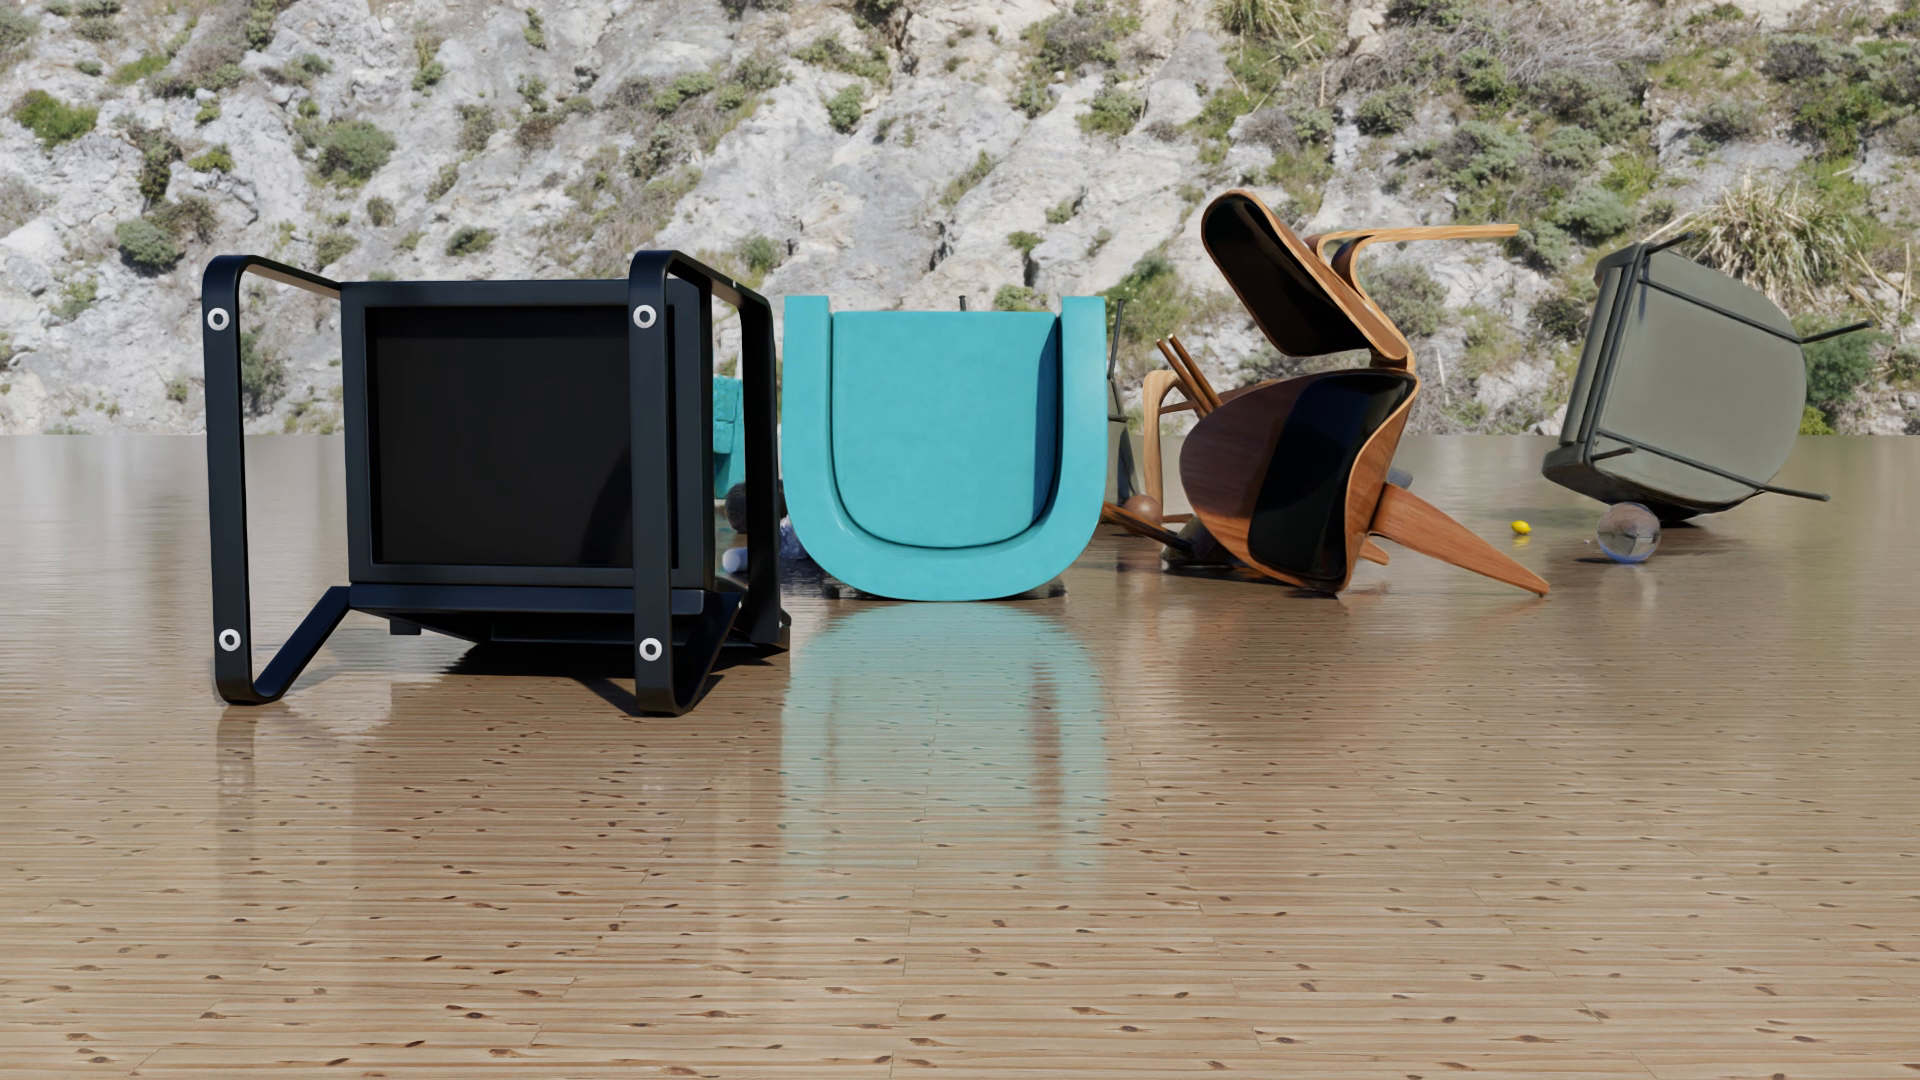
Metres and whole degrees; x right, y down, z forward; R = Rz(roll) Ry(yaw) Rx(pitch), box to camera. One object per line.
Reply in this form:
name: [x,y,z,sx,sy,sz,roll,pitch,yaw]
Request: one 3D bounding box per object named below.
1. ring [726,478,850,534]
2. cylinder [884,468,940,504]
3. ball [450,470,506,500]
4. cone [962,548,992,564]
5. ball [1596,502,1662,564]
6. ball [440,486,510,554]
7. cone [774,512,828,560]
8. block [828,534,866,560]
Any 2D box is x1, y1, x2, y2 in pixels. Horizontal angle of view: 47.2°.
ring: [-0.543,-0.107,6.915,0.387,0.165,0.402,-5,5,-39]
cylinder: [-0.183,-0.208,8.549,0.192,0.121,0.255,0,-15,6]
ball: [-1.594,-0.139,7.269,0.179,0.179,0.179,0,4,0]
cone: [0.036,0.050,5.656,0.074,0.042,0.073,-16,-13,16]
ball: [1.721,-0.019,5.658,0.160,0.160,0.160,0,4,0]
ball: [-1.317,-0.055,5.978,0.188,0.188,0.188,0,4,0]
cone: [-0.384,0.015,5.871,0.157,0.133,0.185,5,-14,29]
block: [-0.297,0.017,5.830,0.064,0.063,0.092,-2,5,-31]
